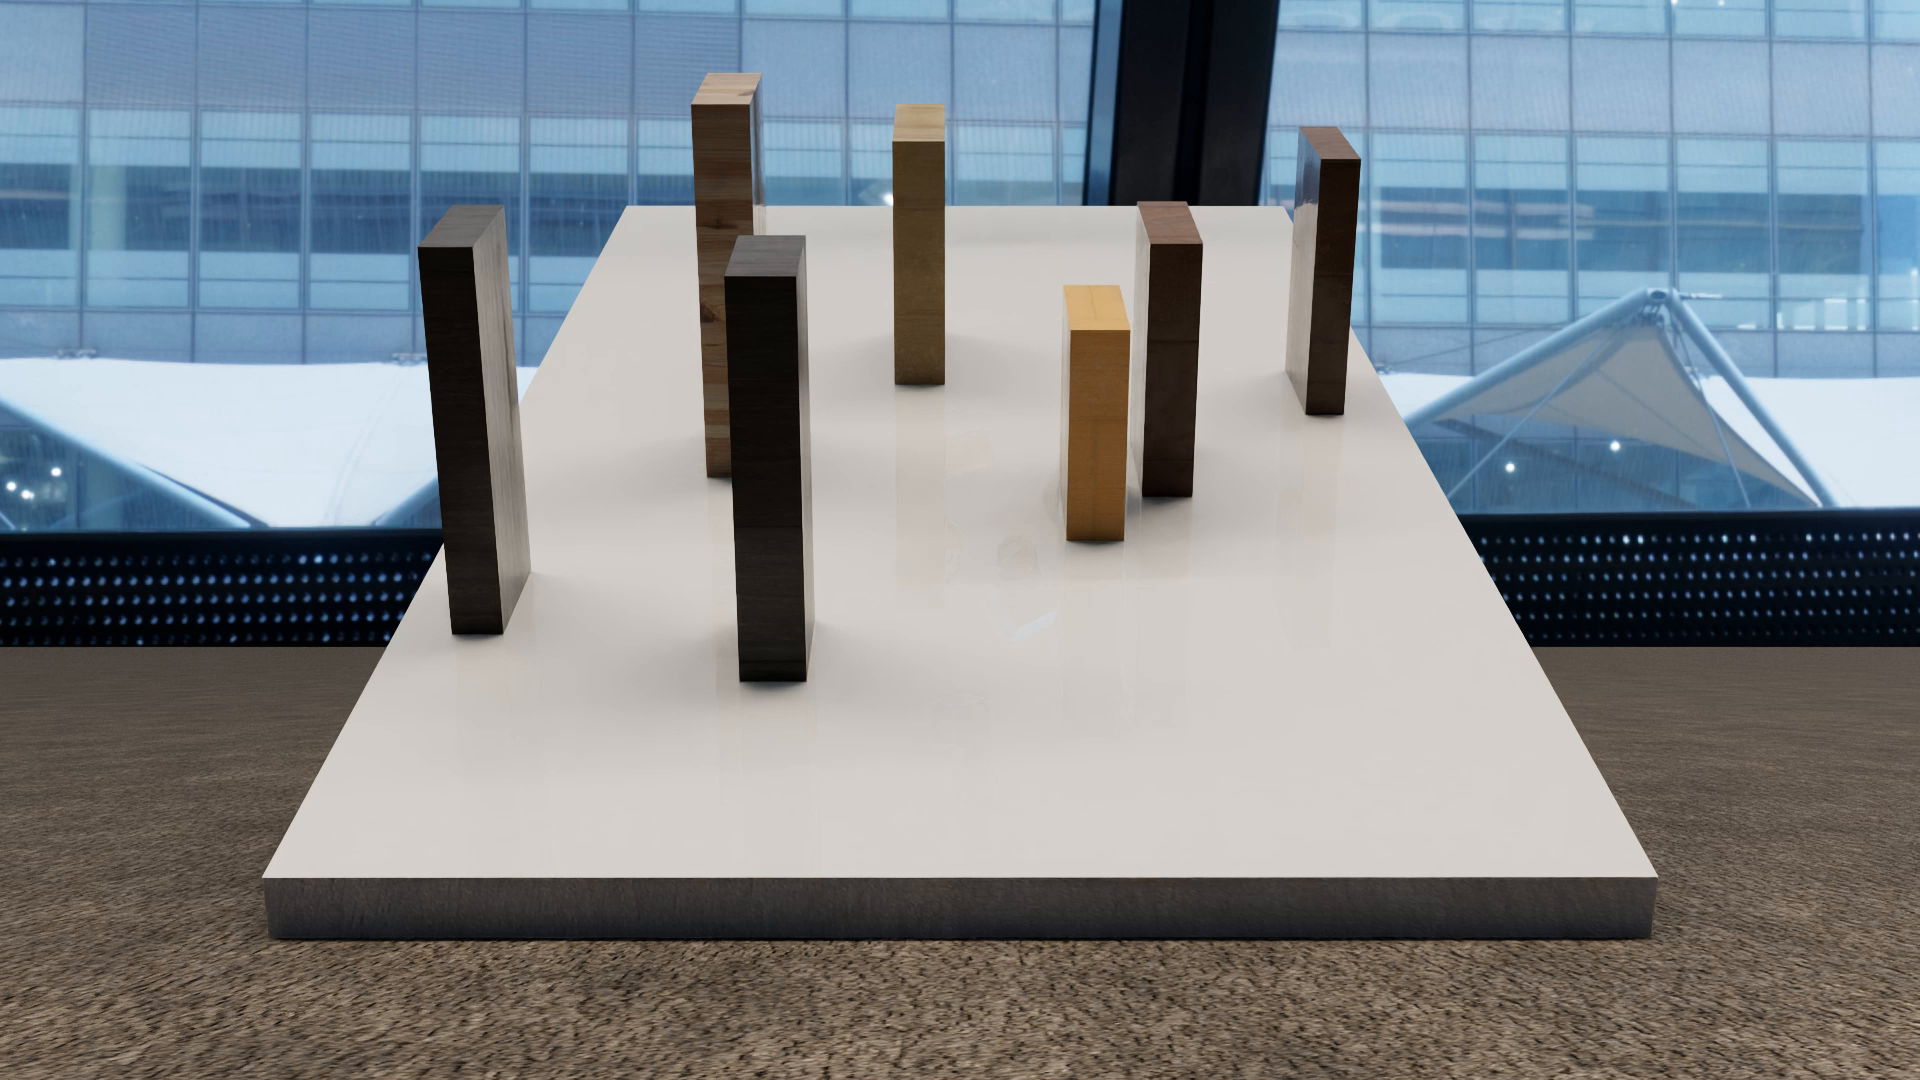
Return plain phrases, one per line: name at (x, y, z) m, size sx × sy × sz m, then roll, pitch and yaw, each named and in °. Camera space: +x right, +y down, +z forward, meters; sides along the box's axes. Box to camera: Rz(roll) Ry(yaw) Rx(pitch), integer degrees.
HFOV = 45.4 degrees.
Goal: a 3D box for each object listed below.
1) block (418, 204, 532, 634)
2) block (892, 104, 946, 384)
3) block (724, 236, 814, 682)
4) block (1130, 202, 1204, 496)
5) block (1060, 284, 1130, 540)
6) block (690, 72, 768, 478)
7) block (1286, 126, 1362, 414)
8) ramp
block at (-0.854, -0.214, 4.069) m, size 0.091 × 0.703 × 0.292 m, roll 0°, pitch 22°, yaw 0°
block at (-0.095, -0.710, 5.473) m, size 0.118 × 0.574 × 0.424 m, roll 0°, pitch 22°, yaw 0°
block at (-0.316, -0.137, 3.876) m, size 0.114 × 0.707 × 0.258 m, roll 0°, pitch 22°, yaw 0°
block at (0.424, -0.400, 4.764) m, size 0.104 × 0.531 × 0.347 m, roll 0°, pitch 22°, yaw 0°
block at (0.264, -0.255, 4.545) m, size 0.113 × 0.428 × 0.312 m, roll 0°, pitch 22°, yaw 0°
block at (-0.472, -0.555, 4.811) m, size 0.115 × 0.781 × 0.330 m, roll 0°, pitch 22°, yaw 0°
block at (0.823, -0.617, 5.232) m, size 0.087 × 0.584 × 0.338 m, roll 0°, pitch 22°, yaw 0°
ramp at (-0.007, -0.221, 5.162) m, size 2.000 × 0.100 × 4.000 m, roll 0°, pitch 22°, yaw 0°
